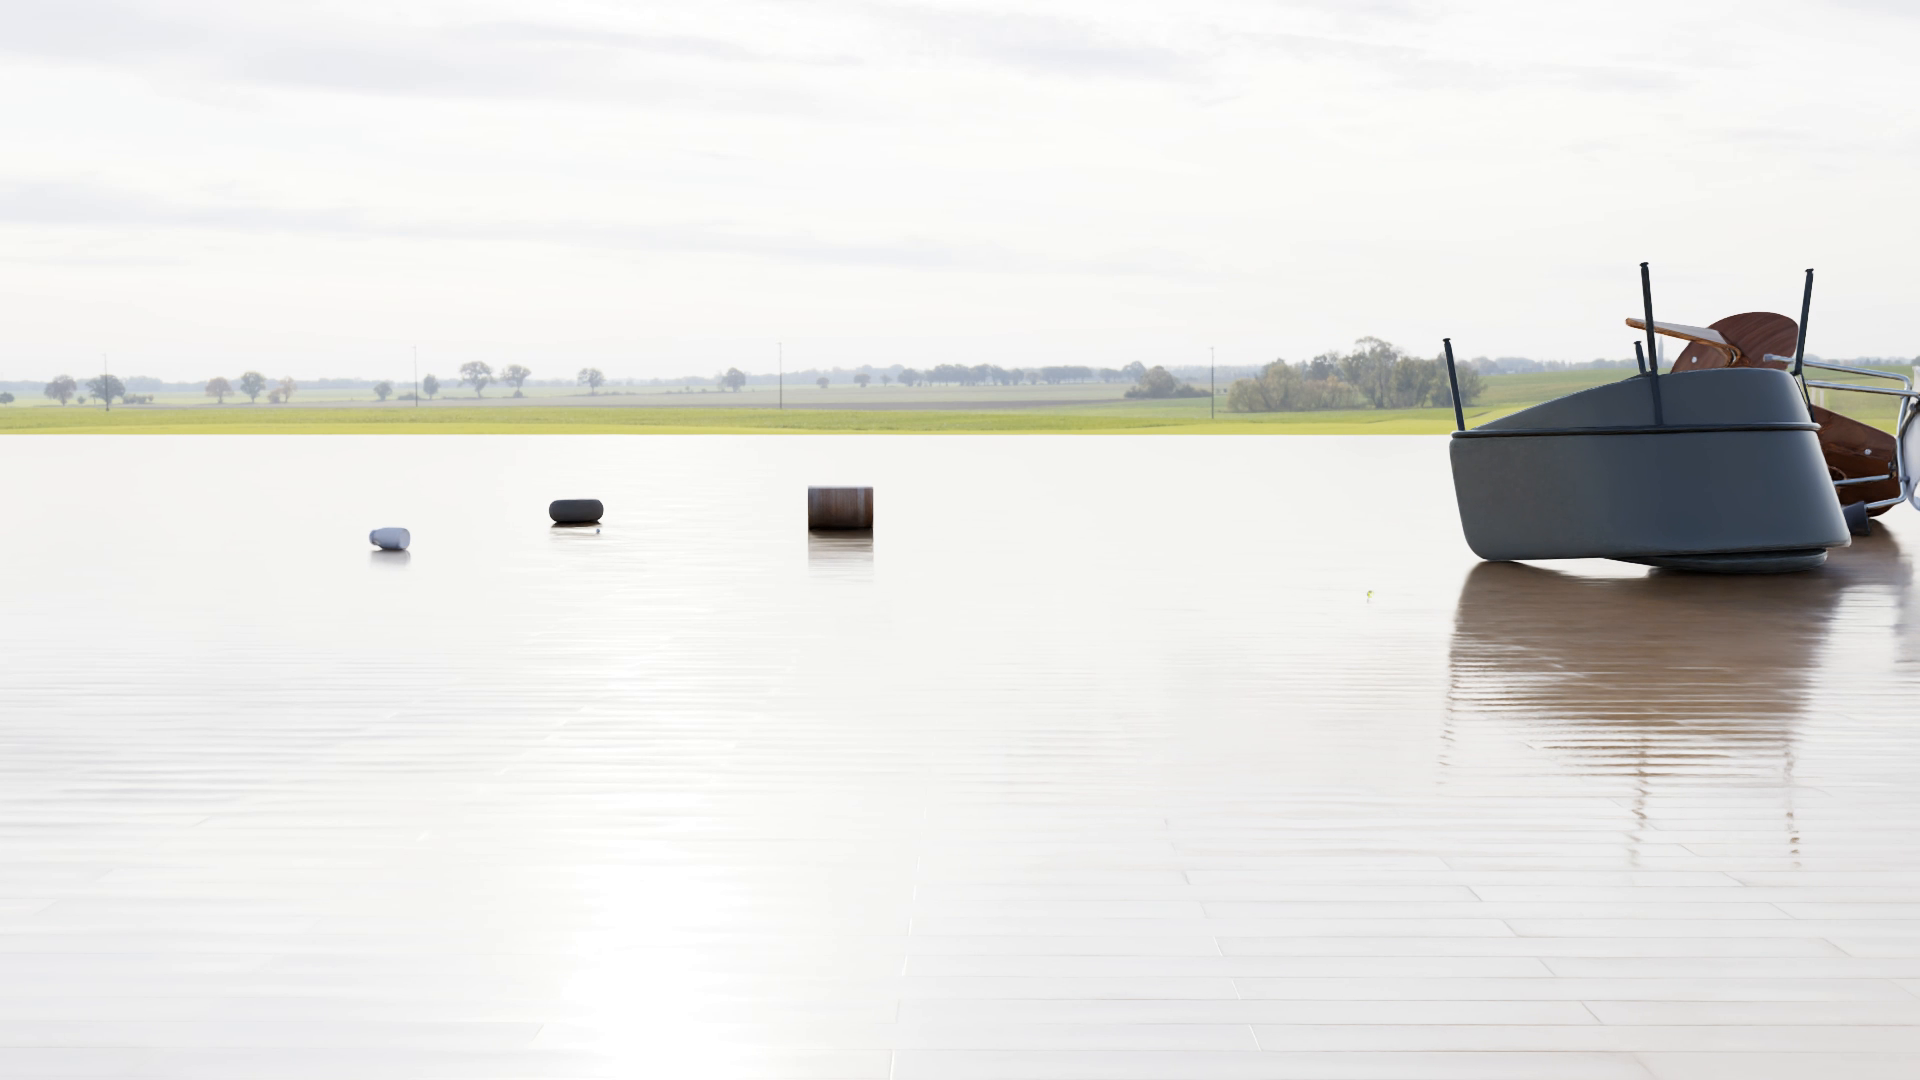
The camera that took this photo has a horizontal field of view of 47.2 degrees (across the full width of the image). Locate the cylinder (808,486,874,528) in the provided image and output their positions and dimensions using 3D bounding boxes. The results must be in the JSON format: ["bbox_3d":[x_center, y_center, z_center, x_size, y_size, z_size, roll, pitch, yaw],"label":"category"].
[{"bbox_3d":[-0.386,-0.106,7.101,0.211,0.129,0.168,0,-21,-3],"label":"cylinder"}]

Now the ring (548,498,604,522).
[{"bbox_3d":[-1.302,-0.101,7.462,0.155,0.077,0.235,0,3,26],"label":"ring"}]

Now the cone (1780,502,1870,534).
[{"bbox_3d":[2.685,-0.047,6.855,0.264,0.104,0.124,-11,-9,23],"label":"cone"}]
